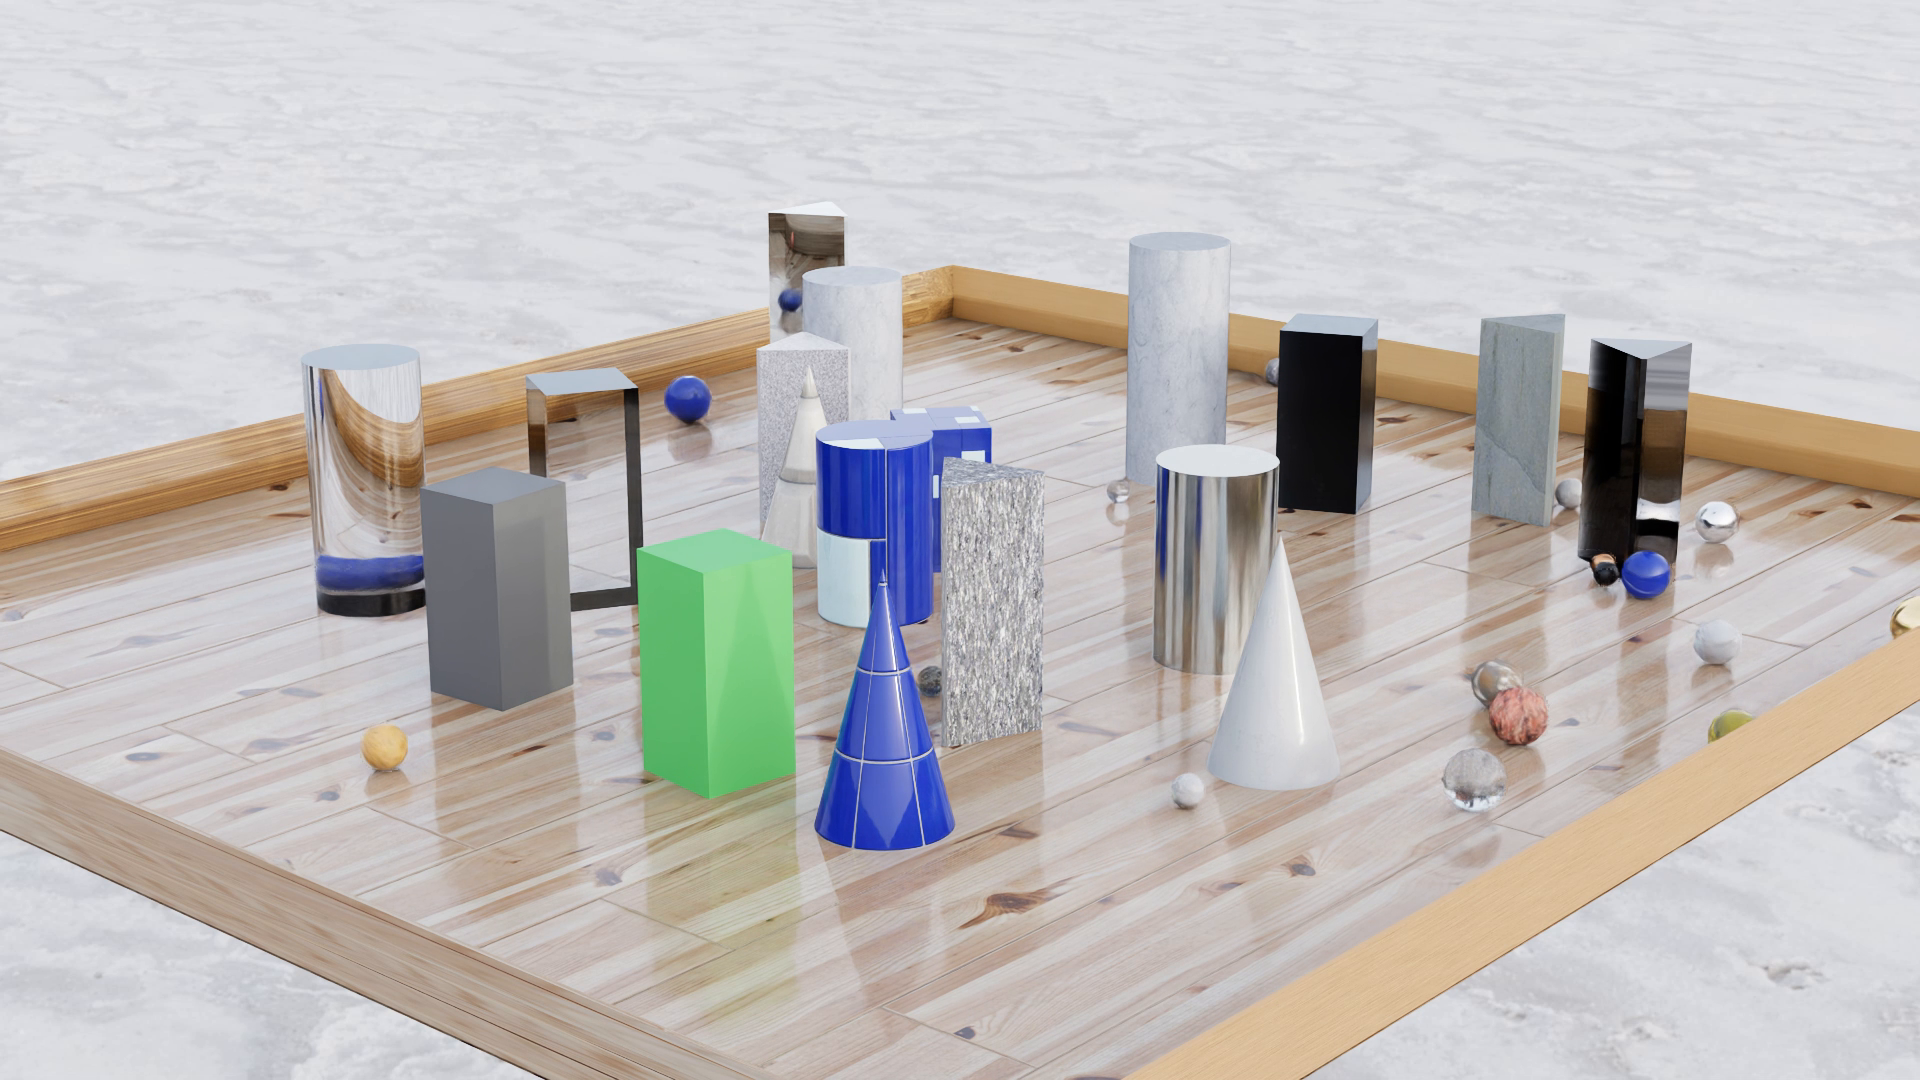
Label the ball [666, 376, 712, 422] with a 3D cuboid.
[{"bbox_3d":[-0.582,-0.303,6.290,0.098,0.098,0.098,0,17,0],"label":"ball"}]

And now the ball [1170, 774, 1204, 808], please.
[{"bbox_3d":[0.325,0.358,4.184,0.048,0.048,0.048,0,17,0],"label":"ball"}]

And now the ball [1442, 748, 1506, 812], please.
[{"bbox_3d":[0.731,0.341,4.169,0.089,0.089,0.089,0,17,0],"label":"ball"}]

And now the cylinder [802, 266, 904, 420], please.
[{"bbox_3d":[-0.214,-0.337,5.891,0.199,0.394,0.199,0,17,0],"label":"cylinder"}]

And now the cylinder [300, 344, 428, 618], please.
[{"bbox_3d":[-1.019,-0.104,5.048,0.199,0.434,0.199,0,17,0],"label":"cylinder"}]

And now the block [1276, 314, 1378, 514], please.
[{"bbox_3d":[0.707,-0.245,5.663,0.159,0.350,0.159,5,18,18],"label":"block"}]

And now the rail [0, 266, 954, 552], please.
[{"bbox_3d":[-1.114,-0.247,6.046,0.045,0.129,3.394,14,22,39],"label":"rail"}]

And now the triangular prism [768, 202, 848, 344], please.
[{"bbox_3d":[-0.297,-0.468,6.191,0.173,0.472,0.149,5,17,15],"label":"triangular prism"}]

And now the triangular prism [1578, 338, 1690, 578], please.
[{"bbox_3d":[1.187,-0.152,5.255,0.149,0.407,0.173,14,22,38],"label":"triangular prism"}]

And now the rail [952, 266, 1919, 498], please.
[{"bbox_3d":[1.097,-0.332,6.329,2.998,0.129,0.045,14,22,39],"label":"rail"}]

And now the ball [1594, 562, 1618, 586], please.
[{"bbox_3d":[1.141,0.060,5.180,0.044,0.044,0.044,0,17,0],"label":"ball"}]

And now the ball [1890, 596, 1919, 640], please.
[{"bbox_3d":[1.579,0.141,4.813,0.100,0.100,0.100,0,17,0],"label":"ball"}]

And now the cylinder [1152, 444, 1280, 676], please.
[{"bbox_3d":[0.415,0.031,4.778,0.199,0.332,0.199,0,17,0],"label":"cylinder"}]

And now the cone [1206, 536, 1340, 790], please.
[{"bbox_3d":[0.464,0.164,4.294,0.199,0.356,0.199,0,17,0],"label":"cone"}]

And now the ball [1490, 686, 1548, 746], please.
[{"bbox_3d":[0.843,0.265,4.421,0.088,0.088,0.088,0,17,0],"label":"ball"}]

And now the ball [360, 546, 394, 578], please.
[{"bbox_3d":[-1.040,0.039,5.225,0.059,0.059,0.059,0,17,0],"label":"ball"}]

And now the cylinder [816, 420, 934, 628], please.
[{"bbox_3d":[-0.145,-0.028,5.005,0.199,0.314,0.199,0,17,0],"label":"cylinder"}]

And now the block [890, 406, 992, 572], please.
[{"bbox_3d":[-0.035,-0.092,5.301,0.159,0.264,0.159,-3,17,-9],"label":"block"}]

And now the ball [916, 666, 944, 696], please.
[{"bbox_3d":[-0.044,0.223,4.633,0.048,0.048,0.048,0,17,0],"label":"ball"}]

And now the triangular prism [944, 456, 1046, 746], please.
[{"bbox_3d":[0.016,0.087,4.463,0.173,0.406,0.149,-9,19,-27],"label":"triangular prism"}]

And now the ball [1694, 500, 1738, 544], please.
[{"bbox_3d":[1.401,-0.034,5.431,0.078,0.078,0.078,0,17,0],"label":"ball"}]

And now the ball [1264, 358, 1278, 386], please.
[{"bbox_3d":[0.717,-0.379,6.606,0.062,0.062,0.062,0,17,0],"label":"ball"}]

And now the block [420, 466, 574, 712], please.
[{"bbox_3d":[-0.729,0.075,4.625,0.159,0.336,0.159,12,21,35],"label":"block"}]

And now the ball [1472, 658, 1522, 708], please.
[{"bbox_3d":[0.838,0.224,4.575,0.078,0.078,0.078,0,17,0],"label":"ball"}]

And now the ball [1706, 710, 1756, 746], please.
[{"bbox_3d":[1.148,0.293,4.337,0.084,0.084,0.084,0,17,0],"label":"ball"}]

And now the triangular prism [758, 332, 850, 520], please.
[{"bbox_3d":[-0.296,-0.219,5.603,0.173,0.333,0.149,-1,17,-3],"label":"triangular prism"}]

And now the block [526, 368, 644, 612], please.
[{"bbox_3d":[-0.648,-0.088,5.078,0.159,0.386,0.159,-6,18,-20],"label":"block"}]

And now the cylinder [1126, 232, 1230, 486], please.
[{"bbox_3d":[0.432,-0.359,5.824,0.199,0.475,0.199,0,17,0],"label":"cylinder"}]

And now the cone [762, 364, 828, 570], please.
[{"bbox_3d":[-0.272,-0.146,5.325,0.199,0.355,0.199,0,17,0],"label":"cone"}]

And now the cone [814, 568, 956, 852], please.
[{"bbox_3d":[-0.106,0.219,4.072,0.199,0.378,0.199,0,17,0],"label":"cone"}]

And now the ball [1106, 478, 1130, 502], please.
[{"bbox_3d":[0.307,-0.096,5.693,0.047,0.047,0.047,0,17,0],"label":"ball"}]

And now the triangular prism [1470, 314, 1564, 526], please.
[{"bbox_3d":[1.098,-0.237,5.591,0.173,0.375,0.149,16,23,42],"label":"triangular prism"}]

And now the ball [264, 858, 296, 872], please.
[{"bbox_3d":[-0.897,0.453,3.819,0.077,0.077,0.077,0,17,0],"label":"ball"}]

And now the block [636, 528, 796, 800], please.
[{"bbox_3d":[-0.354,0.177,4.276,0.159,0.341,0.159,-14,22,-40],"label":"block"}]

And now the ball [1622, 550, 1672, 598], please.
[{"bbox_3d":[1.196,0.060,5.109,0.085,0.085,0.085,0,17,0],"label":"ball"}]

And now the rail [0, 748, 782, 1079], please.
[{"bbox_3d":[-1.097,0.397,3.910,2.998,0.129,0.045,14,22,39],"label":"rail"}]

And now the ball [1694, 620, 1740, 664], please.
[{"bbox_3d":[1.232,0.166,4.776,0.074,0.074,0.074,0,17,0],"label":"ball"}]

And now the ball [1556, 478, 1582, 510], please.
[{"bbox_3d":[1.177,-0.089,5.649,0.059,0.059,0.059,0,17,0],"label":"ball"}]

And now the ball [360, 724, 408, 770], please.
[{"bbox_3d":[-0.849,0.305,4.325,0.069,0.069,0.069,0,17,0],"label":"ball"}]

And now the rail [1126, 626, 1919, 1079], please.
[{"bbox_3d":[1.114,0.311,4.193,0.045,0.129,3.394,14,22,39],"label":"rail"}]

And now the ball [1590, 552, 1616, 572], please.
[{"bbox_3d":[1.147,0.044,5.233,0.044,0.044,0.044,0,17,0],"label":"ball"}]
